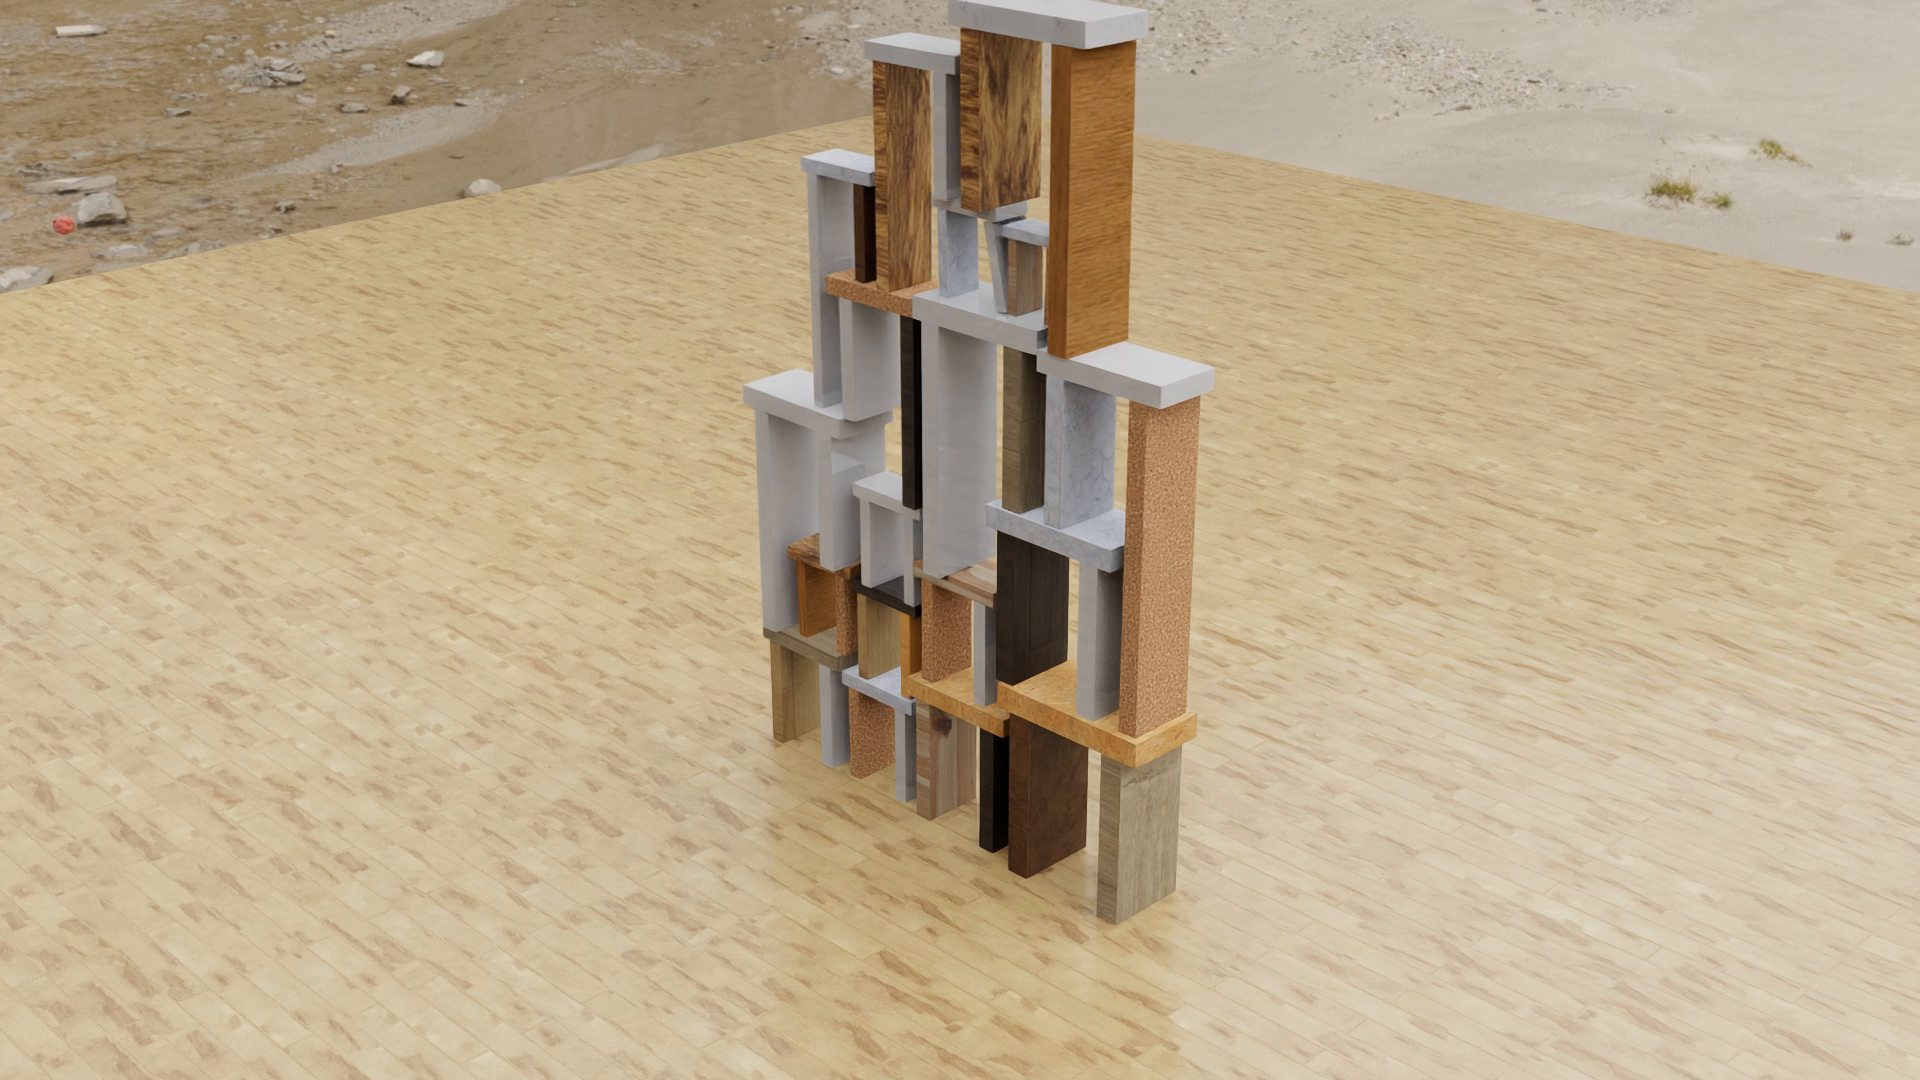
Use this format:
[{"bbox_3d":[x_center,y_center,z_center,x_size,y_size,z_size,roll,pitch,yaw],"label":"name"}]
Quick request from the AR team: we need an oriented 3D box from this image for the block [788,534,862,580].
[{"bbox_3d":[-0.259,0.033,4.510,0.177,0.025,0.089,19,30,37],"label":"block"}]

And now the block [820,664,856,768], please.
[{"bbox_3d":[-0.238,0.352,4.632,0.117,0.235,0.033,-21,31,-40],"label":"block"}]

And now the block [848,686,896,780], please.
[{"bbox_3d":[-0.182,0.386,4.586,0.029,0.206,0.103,21,31,41],"label":"block"}]

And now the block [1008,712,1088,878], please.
[{"bbox_3d":[0.171,0.464,4.229,0.049,0.343,0.171,21,31,41],"label":"block"}]

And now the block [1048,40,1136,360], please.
[{"bbox_3d":[0.223,-0.582,3.735,0.157,0.531,0.044,-20,30,-39],"label":"block"}]

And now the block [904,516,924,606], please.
[{"bbox_3d":[-0.067,0.028,4.304,0.027,0.188,0.094,21,31,41],"label":"block"}]

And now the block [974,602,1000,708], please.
[{"bbox_3d":[0.075,0.203,4.232,0.108,0.215,0.030,-21,31,-41],"label":"block"}]

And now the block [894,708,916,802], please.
[{"bbox_3d":[-0.085,0.424,4.497,0.103,0.206,0.029,-21,31,-41],"label":"block"}]

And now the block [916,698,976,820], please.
[{"bbox_3d":[-0.027,0.421,4.430,0.037,0.265,0.132,21,31,41],"label":"block"}]

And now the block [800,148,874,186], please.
[{"bbox_3d":[-0.201,-0.700,4.133,0.187,0.027,0.094,21,31,40],"label":"block"}]

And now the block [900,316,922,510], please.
[{"bbox_3d":[-0.056,-0.254,4.171,0.034,0.382,0.121,21,31,40],"label":"block"}]

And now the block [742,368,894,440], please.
[{"bbox_3d":[-0.286,-0.275,4.406,0.145,0.041,0.291,-22,31,-40],"label":"block"}]

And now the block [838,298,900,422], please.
[{"bbox_3d":[-0.174,-0.361,4.247,0.034,0.243,0.121,20,30,40],"label":"block"}]

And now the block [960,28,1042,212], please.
[{"bbox_3d":[0.072,-0.742,3.829,0.044,0.313,0.157,21,31,41],"label":"block"}]

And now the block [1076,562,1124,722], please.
[{"bbox_3d":[0.280,0.163,3.986,0.043,0.304,0.152,21,31,41],"label":"block"}]

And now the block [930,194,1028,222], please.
[{"bbox_3d":[0.034,-0.601,3.929,0.163,0.023,0.081,21,31,41],"label":"block"}]

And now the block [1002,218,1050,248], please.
[{"bbox_3d":[0.149,-0.533,3.834,0.139,0.020,0.070,21,31,41],"label":"block"}]

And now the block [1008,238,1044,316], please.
[{"bbox_3d":[0.116,-0.472,3.895,0.020,0.140,0.070,20,30,40],"label":"block"}]

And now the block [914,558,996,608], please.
[{"bbox_3d":[0.024,0.070,4.232,0.108,0.030,0.215,-21,31,-40],"label":"block"}]

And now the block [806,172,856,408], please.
[{"bbox_3d":[-0.245,-0.489,4.264,0.094,0.465,0.027,-21,30,-40],"label":"block"}]

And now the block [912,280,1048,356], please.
[{"bbox_3d":[0.078,-0.406,3.974,0.310,0.044,0.155,21,31,40],"label":"block"}]

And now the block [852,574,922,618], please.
[{"bbox_3d":[-0.120,0.102,4.405,0.094,0.027,0.187,-21,31,-40],"label":"block"}]

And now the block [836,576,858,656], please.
[{"bbox_3d":[-0.213,0.141,4.516,0.025,0.177,0.089,21,31,40],"label":"block"}]

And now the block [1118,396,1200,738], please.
[{"bbox_3d":[0.349,0.040,3.858,0.040,0.630,0.141,21,31,41],"label":"block"}]

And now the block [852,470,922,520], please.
[{"bbox_3d":[-0.112,-0.088,4.302,0.188,0.027,0.094,21,31,40],"label":"block"}]

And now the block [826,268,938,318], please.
[{"bbox_3d":[-0.126,-0.471,4.151,0.243,0.034,0.121,21,31,40],"label":"block"}]

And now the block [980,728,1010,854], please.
[{"bbox_3d":[0.098,0.470,4.315,0.037,0.265,0.132,21,31,41],"label":"block"}]

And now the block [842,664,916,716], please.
[{"bbox_3d":[-0.133,0.297,4.496,0.103,0.029,0.206,-21,31,-41],"label":"block"}]

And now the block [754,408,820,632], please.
[{"bbox_3d":[-0.351,-0.058,4.579,0.041,0.493,0.145,21,31,39],"label":"block"}]

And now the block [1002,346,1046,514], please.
[{"bbox_3d":[0.147,-0.216,3.980,0.044,0.311,0.155,21,31,41],"label":"block"}]

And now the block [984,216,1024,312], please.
[{"bbox_3d":[0.090,-0.494,3.916,0.023,0.163,0.081,6,20,45],"label":"block"}]

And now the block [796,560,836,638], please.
[{"bbox_3d":[-0.297,0.106,4.596,0.089,0.177,0.025,-22,30,-40],"label":"block"}]

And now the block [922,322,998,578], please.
[{"bbox_3d":[0.000,-0.185,4.152,0.155,0.502,0.044,-21,31,-41],"label":"block"}]

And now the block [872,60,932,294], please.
[{"bbox_3d":[-0.105,-0.673,4.038,0.032,0.425,0.113,21,31,40],"label":"block"}]

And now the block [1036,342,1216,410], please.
[{"bbox_3d":[0.283,-0.294,3.787,0.283,0.040,0.141,21,31,41],"label":"block"}]

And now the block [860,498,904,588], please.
[{"bbox_3d":[-0.154,-0.007,4.386,0.094,0.188,0.027,-21,31,-40],"label":"block"}]

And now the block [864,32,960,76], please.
[{"bbox_3d":[-0.052,-0.864,3.901,0.226,0.032,0.113,20,31,40],"label":"block"}]

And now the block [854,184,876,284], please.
[{"bbox_3d":[-0.156,-0.585,4.135,0.027,0.187,0.094,20,30,39],"label":"block"}]

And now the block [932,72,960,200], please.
[{"bbox_3d":[0.004,-0.726,3.905,0.032,0.226,0.113,21,31,41],"label":"block"}]

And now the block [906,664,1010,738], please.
[{"bbox_3d":[0.035,0.306,4.314,0.265,0.037,0.132,21,31,41],"label":"block"}]

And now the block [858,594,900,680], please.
[{"bbox_3d":[-0.165,0.183,4.486,0.094,0.187,0.027,-21,31,-41],"label":"block"}]

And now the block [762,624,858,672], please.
[{"bbox_3d":[-0.294,0.207,4.630,0.117,0.033,0.235,-21,31,-40],"label":"block"}]

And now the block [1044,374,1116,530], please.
[{"bbox_3d":[0.215,-0.172,3.912,0.141,0.283,0.040,-21,31,-40],"label":"block"}]

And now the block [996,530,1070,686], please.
[{"bbox_3d":[0.137,0.107,4.118,0.043,0.304,0.152,21,31,41],"label":"block"}]

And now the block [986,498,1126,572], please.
[{"bbox_3d":[0.208,-0.025,3.984,0.152,0.043,0.304,-21,31,-41],"label":"block"}]

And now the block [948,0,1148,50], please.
[{"bbox_3d":[0.146,-0.877,3.692,0.313,0.044,0.157,22,31,40],"label":"block"}]

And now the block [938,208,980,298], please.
[{"bbox_3d":[-0.003,-0.529,4.000,0.023,0.163,0.081,20,30,41],"label":"block"}]

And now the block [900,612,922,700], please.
[{"bbox_3d":[-0.076,0.218,4.405,0.094,0.187,0.027,-21,31,-40],"label":"block"}]

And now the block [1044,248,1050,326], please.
[{"bbox_3d":[0.180,-0.447,3.837,0.020,0.140,0.070,23,32,40],"label":"block"}]

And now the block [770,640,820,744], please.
[{"bbox_3d":[-0.350,0.309,4.732,0.033,0.235,0.117,21,31,41],"label":"block"}]

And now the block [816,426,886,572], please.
[{"bbox_3d":[-0.216,-0.096,4.410,0.041,0.291,0.145,22,31,40],"label":"block"}]

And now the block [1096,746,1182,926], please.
[{"bbox_3d":[0.333,0.527,4.081,0.049,0.343,0.171,21,31,41],"label":"block"}]

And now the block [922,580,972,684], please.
[{"bbox_3d":[-0.026,0.164,4.326,0.030,0.215,0.108,21,31,41],"label":"block"}]

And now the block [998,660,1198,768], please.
[{"bbox_3d":[0.252,0.315,4.078,0.343,0.049,0.171,21,31,41],"label":"block"}]
